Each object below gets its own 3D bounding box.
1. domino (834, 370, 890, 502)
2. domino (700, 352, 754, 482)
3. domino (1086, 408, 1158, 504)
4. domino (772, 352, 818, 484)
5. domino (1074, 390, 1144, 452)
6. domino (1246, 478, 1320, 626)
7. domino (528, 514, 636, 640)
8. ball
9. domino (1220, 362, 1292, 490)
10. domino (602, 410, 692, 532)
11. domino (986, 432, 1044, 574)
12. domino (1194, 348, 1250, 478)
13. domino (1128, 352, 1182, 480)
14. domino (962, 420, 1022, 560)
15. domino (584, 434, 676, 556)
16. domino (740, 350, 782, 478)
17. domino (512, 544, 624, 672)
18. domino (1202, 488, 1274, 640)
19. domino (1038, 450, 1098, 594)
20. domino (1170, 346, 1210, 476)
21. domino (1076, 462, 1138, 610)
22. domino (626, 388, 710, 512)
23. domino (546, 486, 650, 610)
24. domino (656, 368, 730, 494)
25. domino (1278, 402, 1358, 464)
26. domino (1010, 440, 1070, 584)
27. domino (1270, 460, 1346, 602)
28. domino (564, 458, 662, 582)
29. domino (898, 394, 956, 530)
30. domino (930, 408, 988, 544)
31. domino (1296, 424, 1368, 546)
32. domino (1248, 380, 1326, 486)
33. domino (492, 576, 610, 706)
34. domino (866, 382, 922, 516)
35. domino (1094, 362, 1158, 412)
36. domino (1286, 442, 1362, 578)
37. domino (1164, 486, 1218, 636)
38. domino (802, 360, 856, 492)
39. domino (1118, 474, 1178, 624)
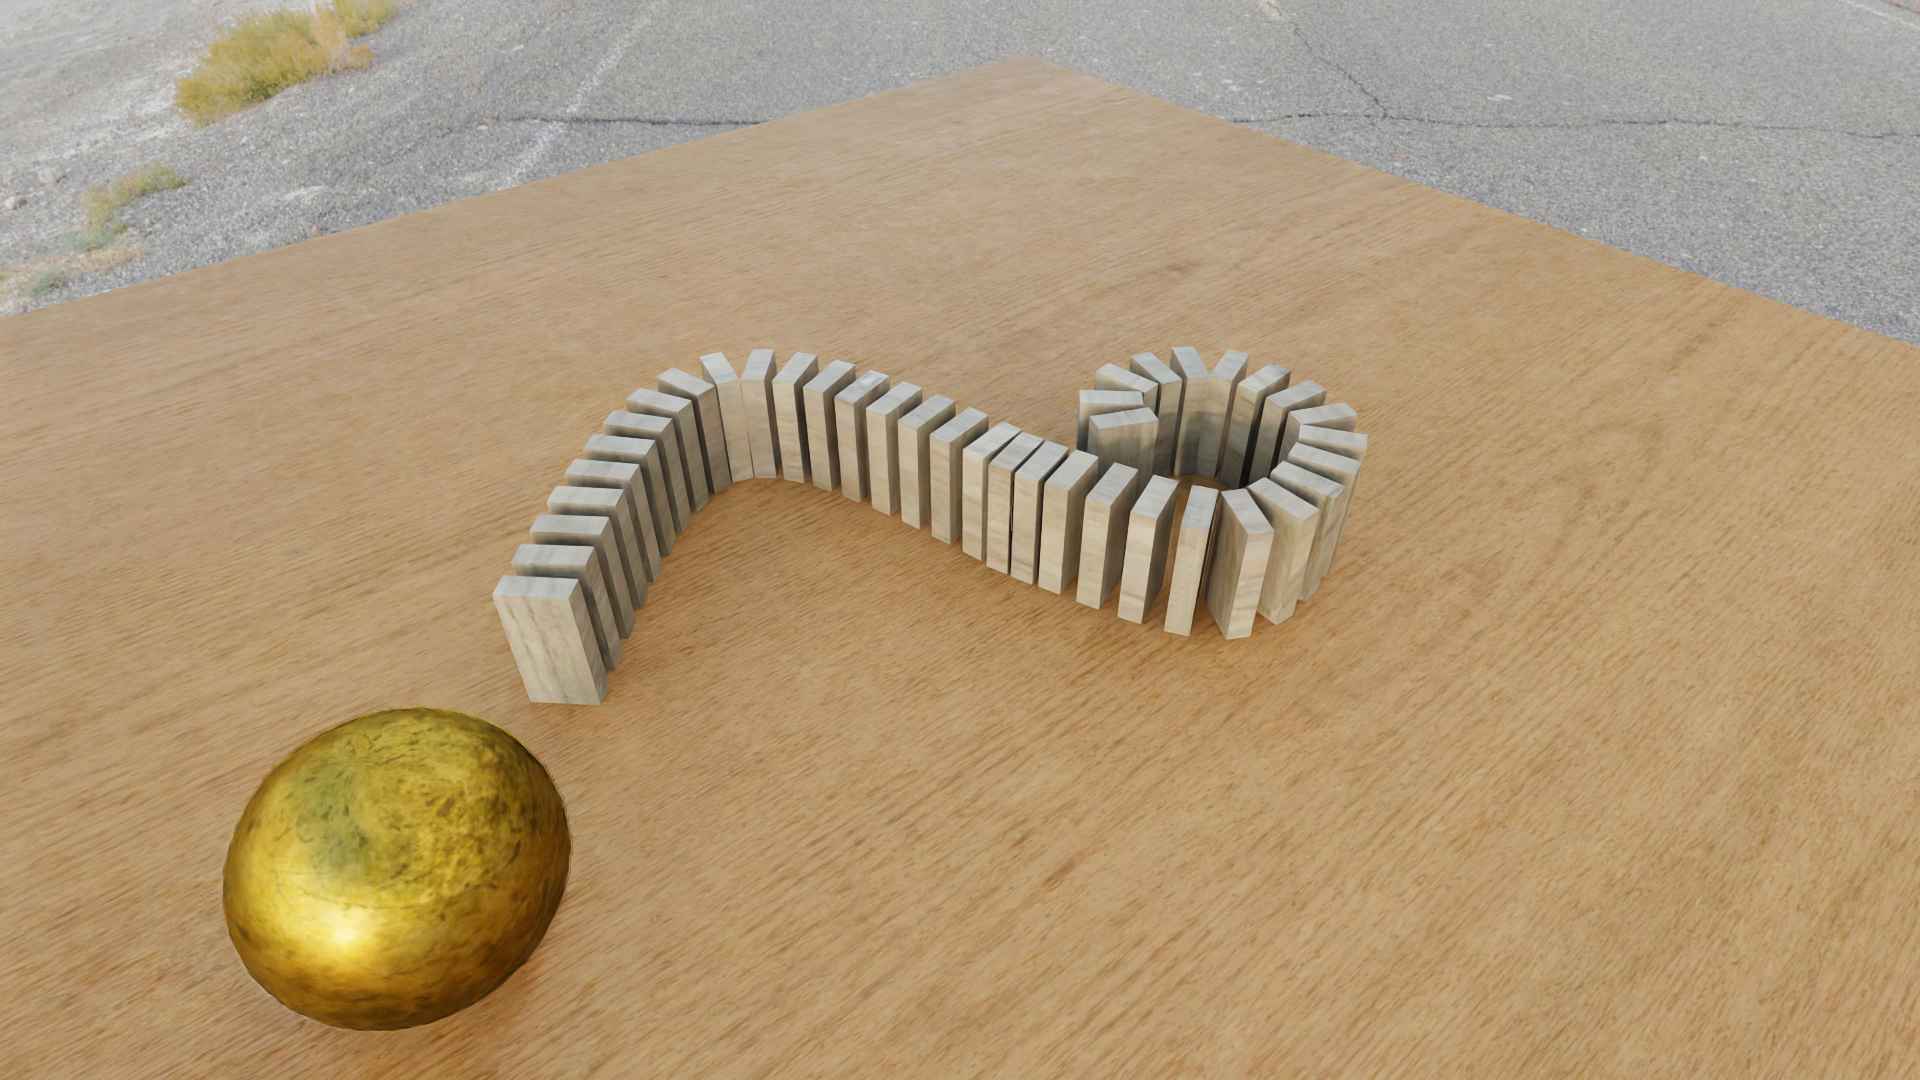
[{"bbox_3d":[-0.040,-0.043,0.464,0.010,0.050,0.025,22,44,24],"label":"domino"},{"bbox_3d":[-0.101,-0.053,0.476,0.009,0.050,0.025,-18,43,-20],"label":"domino"},{"bbox_3d":[0.064,-0.028,0.446,0.025,0.050,0.009,-10,40,-12],"label":"domino"},{"bbox_3d":[-0.069,-0.053,0.476,0.009,0.050,0.025,11,41,13],"label":"domino"},{"bbox_3d":[0.061,-0.038,0.458,0.025,0.050,0.009,2,39,2],"label":"domino"},{"bbox_3d":[0.115,0.005,0.406,0.009,0.050,0.025,-26,46,-28],"label":"domino"},{"bbox_3d":[-0.135,0.014,0.395,0.025,0.050,0.009,2,39,3],"label":"domino"},{"bbox_3d":[-0.143,0.084,0.285,0.080,0.080,0.080,0,39,0],"label":"ball"},{"bbox_3d":[0.126,-0.048,0.470,0.025,0.050,0.010,-31,49,-32],"label":"domino"},{"bbox_3d":[-0.126,-0.027,0.445,0.025,0.050,0.009,9,40,11],"label":"domino"},{"bbox_3d":[0.021,-0.014,0.429,0.010,0.050,0.025,22,44,24],"label":"domino"},{"bbox_3d":[0.114,-0.054,0.478,0.010,0.050,0.025,19,43,22],"label":"domino"},{"bbox_3d":[0.082,-0.053,0.476,0.010,0.050,0.025,-16,42,-19],"label":"domino"},{"bbox_3d":[0.013,-0.019,0.435,0.010,0.050,0.025,27,46,29],"label":"domino"},{"bbox_3d":[-0.129,-0.017,0.432,0.025,0.050,0.009,6,40,7],"label":"domino"},{"bbox_3d":[-0.085,-0.055,0.478,0.009,0.050,0.025,2,39,2],"label":"domino"},{"bbox_3d":[-0.136,0.024,0.382,0.025,0.050,0.010,2,39,3],"label":"domino"},{"bbox_3d":[0.100,0.009,0.400,0.009,0.050,0.025,-7,40,-9],"label":"domino"},{"bbox_3d":[0.041,-0.006,0.419,0.010,0.050,0.025,21,44,24],"label":"domino"},{"bbox_3d":[0.097,-0.056,0.480,0.009,0.050,0.025,-4,40,-5],"label":"domino"},{"bbox_3d":[0.055,-0.001,0.413,0.010,0.050,0.025,20,44,23],"label":"domino"},{"bbox_3d":[-0.121,-0.037,0.457,0.025,0.050,0.010,15,42,18],"label":"domino"},{"bbox_3d":[-0.133,0.004,0.407,0.025,0.050,0.010,3,39,4],"label":"domino"},{"bbox_3d":[-0.113,-0.046,0.468,0.025,0.050,0.009,25,46,27],"label":"domino"},{"bbox_3d":[0.143,-0.031,0.449,0.025,0.050,0.009,-10,40,-12],"label":"domino"},{"bbox_3d":[0.031,-0.010,0.424,0.010,0.050,0.025,21,44,24],"label":"domino"},{"bbox_3d":[0.126,-0.003,0.415,0.025,0.050,0.010,28,47,30],"label":"domino"},{"bbox_3d":[-0.131,-0.007,0.420,0.025,0.050,0.010,5,40,6],"label":"domino"},{"bbox_3d":[-0.013,-0.032,0.450,0.009,0.050,0.025,25,46,28],"label":"domino"},{"bbox_3d":[0.000,-0.025,0.443,0.009,0.050,0.025,27,46,29],"label":"domino"},{"bbox_3d":[0.143,-0.020,0.436,0.025,0.050,0.009,11,41,13],"label":"domino"},{"bbox_3d":[0.136,-0.040,0.460,0.025,0.050,0.009,-22,44,-25],"label":"domino"},{"bbox_3d":[-0.137,0.034,0.369,0.025,0.050,0.009,3,39,3],"label":"domino"},{"bbox_3d":[-0.026,-0.038,0.458,0.009,0.050,0.025,23,45,26],"label":"domino"},{"bbox_3d":[0.069,-0.048,0.470,0.025,0.050,0.009,30,48,31],"label":"domino"},{"bbox_3d":[0.136,-0.011,0.425,0.025,0.050,0.010,21,44,23],"label":"domino"},{"bbox_3d":[0.084,0.008,0.402,0.009,0.050,0.025,12,41,14],"label":"domino"},{"bbox_3d":[-0.054,-0.049,0.471,0.010,0.050,0.025,18,43,21],"label":"domino"},{"bbox_3d":[0.069,0.004,0.407,0.010,0.050,0.025,18,43,20],"label":"domino"}]
